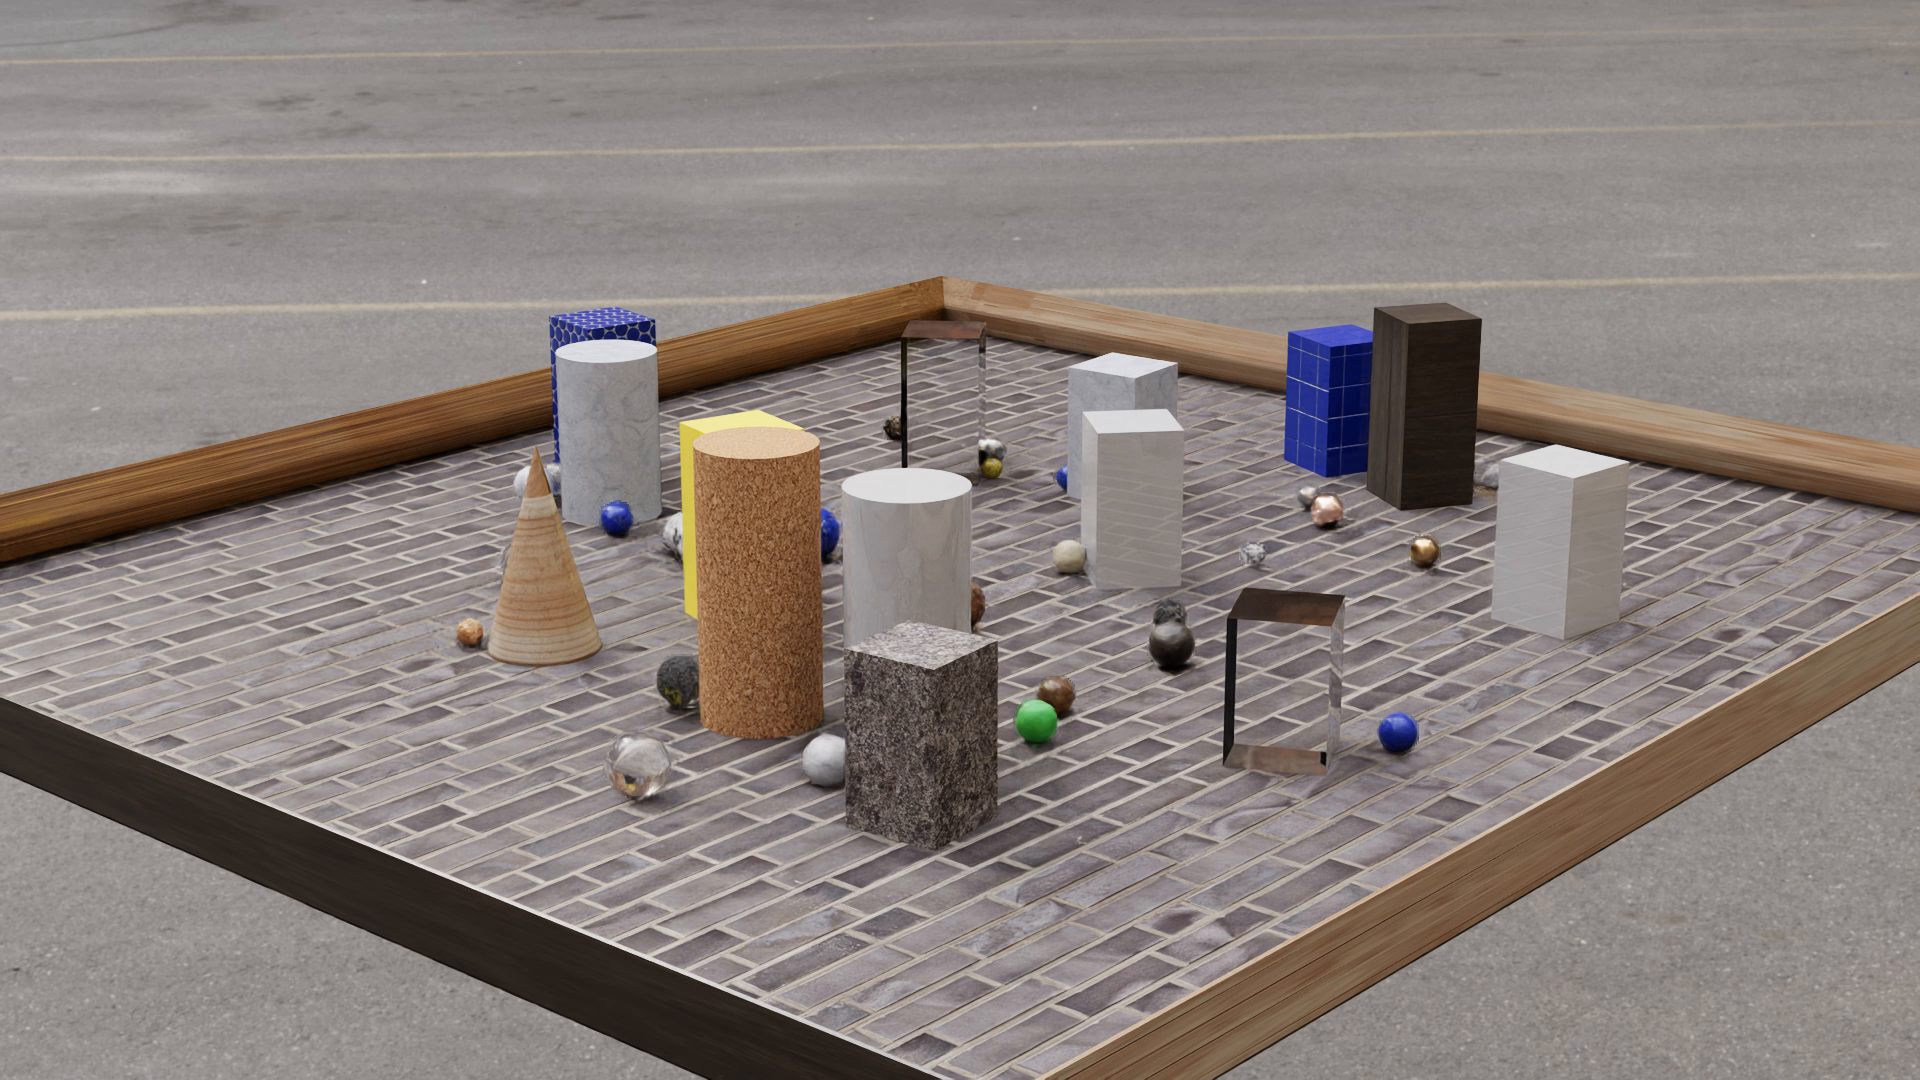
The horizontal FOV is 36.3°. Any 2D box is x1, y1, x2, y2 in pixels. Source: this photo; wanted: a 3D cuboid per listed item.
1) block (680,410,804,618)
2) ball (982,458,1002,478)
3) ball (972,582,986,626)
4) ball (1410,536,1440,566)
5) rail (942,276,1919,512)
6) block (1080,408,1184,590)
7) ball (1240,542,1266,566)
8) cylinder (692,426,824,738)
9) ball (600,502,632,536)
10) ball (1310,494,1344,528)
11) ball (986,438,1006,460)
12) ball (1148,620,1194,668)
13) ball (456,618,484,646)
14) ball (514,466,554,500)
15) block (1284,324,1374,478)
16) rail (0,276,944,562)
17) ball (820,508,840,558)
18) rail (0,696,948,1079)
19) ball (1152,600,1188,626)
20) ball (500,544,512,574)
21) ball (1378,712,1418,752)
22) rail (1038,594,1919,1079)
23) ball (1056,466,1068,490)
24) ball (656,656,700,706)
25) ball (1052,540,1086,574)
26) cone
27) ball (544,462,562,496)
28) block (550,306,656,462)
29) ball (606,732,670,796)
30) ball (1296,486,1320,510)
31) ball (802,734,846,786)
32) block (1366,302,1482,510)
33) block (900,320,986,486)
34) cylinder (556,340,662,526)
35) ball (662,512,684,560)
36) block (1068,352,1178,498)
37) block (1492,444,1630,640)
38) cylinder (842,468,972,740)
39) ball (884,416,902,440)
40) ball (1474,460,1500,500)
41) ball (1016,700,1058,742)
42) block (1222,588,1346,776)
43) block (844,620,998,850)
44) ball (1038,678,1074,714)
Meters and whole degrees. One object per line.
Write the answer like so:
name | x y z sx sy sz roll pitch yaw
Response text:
block | -0.366 -0.031 4.961 0.153 0.337 0.153 -11 20 -32
ball | 0.064 -0.144 5.843 0.042 0.042 0.042 0 17 0
ball | 0.000 0.108 4.932 0.087 0.087 0.087 0 17 0
ball | 0.836 0.021 5.279 0.054 0.054 0.054 0 17 0
rail | 1.019 -0.308 6.244 2.853 0.124 0.045 14 22 39
block | 0.304 -0.073 5.192 0.153 0.284 0.153 -2 17 -7
ball | 0.529 0.025 5.280 0.045 0.045 0.045 0 17 0
cylinder | -0.306 0.063 4.472 0.191 0.439 0.191 0 17 0
ball | -0.640 -0.039 5.467 0.060 0.060 0.060 0 17 0
ball | 0.691 -0.056 5.516 0.063 0.063 0.063 0 17 0
ball | 0.069 -0.183 5.954 0.052 0.052 0.052 0 17 0
ball | 0.343 0.169 4.752 0.076 0.076 0.076 0 17 0
ball | -0.812 0.153 4.857 0.045 0.045 0.045 0 17 0
ball | -0.822 -0.106 5.659 0.077 0.077 0.077 0 17 0
block | 0.764 -0.282 5.913 0.153 0.267 0.153 -8 19 -26
rail | -1.059 -0.235 6.001 0.045 0.124 3.156 14 22 39
ball | -0.265 -0.013 5.318 0.095 0.095 0.095 0 17 0
rail | -1.019 0.370 3.997 2.853 0.124 0.045 14 22 39
ball | 0.352 0.130 4.910 0.057 0.057 0.057 0 17 0
ball | -0.772 0.040 5.175 0.078 0.078 0.078 0 17 0
ball | 0.654 0.288 4.384 0.059 0.059 0.059 0 17 0
rail | 1.059 0.297 4.240 0.045 0.124 3.156 14 22 39
ball | 0.212 -0.122 5.762 0.049 0.049 0.049 0 17 0
ball | -0.435 0.220 4.577 0.079 0.079 0.079 0 17 0
ball | 0.195 0.030 5.239 0.059 0.059 0.059 0 17 0
cone | -0.687 0.011 4.800 0.191 0.349 0.191 0 17 0
ball | -0.789 -0.119 5.725 0.064 0.064 0.064 0 17 0
block | -0.709 -0.289 5.851 0.153 0.315 0.153 -12 21 -35
ball | -0.463 0.322 4.214 0.093 0.093 0.093 0 17 0
ball | 0.669 -0.081 5.632 0.045 0.045 0.045 0 17 0
ball | -0.192 0.319 4.254 0.075 0.075 0.075 0 17 0
block | 0.895 -0.259 5.665 0.153 0.367 0.153 -5 18 -17
block | -0.032 -0.273 5.827 0.153 0.299 0.153 2 17 5
cylinder | -0.667 -0.205 5.574 0.191 0.316 0.191 0 17 0
ball | -0.492 -0.008 5.310 0.091 0.091 0.091 0 17 0
block | 0.316 -0.214 5.702 0.153 0.259 0.153 12 21 34
block | 1.013 0.002 4.952 0.153 0.280 0.153 -14 22 -40
cylinder | -0.078 0.116 4.349 0.191 0.409 0.191 0 17 0
ball | -0.134 -0.235 6.130 0.051 0.051 0.051 0 17 0
ball | 1.034 -0.117 5.694 0.078 0.078 0.078 0 17 0
ball | 0.116 0.274 4.424 0.065 0.065 0.065 0 17 0
block | 0.481 0.208 4.352 0.153 0.231 0.153 4 17 14
block | -0.053 0.270 4.090 0.153 0.264 0.153 12 20 33
ball | 0.149 0.241 4.544 0.057 0.057 0.057 0 17 0
